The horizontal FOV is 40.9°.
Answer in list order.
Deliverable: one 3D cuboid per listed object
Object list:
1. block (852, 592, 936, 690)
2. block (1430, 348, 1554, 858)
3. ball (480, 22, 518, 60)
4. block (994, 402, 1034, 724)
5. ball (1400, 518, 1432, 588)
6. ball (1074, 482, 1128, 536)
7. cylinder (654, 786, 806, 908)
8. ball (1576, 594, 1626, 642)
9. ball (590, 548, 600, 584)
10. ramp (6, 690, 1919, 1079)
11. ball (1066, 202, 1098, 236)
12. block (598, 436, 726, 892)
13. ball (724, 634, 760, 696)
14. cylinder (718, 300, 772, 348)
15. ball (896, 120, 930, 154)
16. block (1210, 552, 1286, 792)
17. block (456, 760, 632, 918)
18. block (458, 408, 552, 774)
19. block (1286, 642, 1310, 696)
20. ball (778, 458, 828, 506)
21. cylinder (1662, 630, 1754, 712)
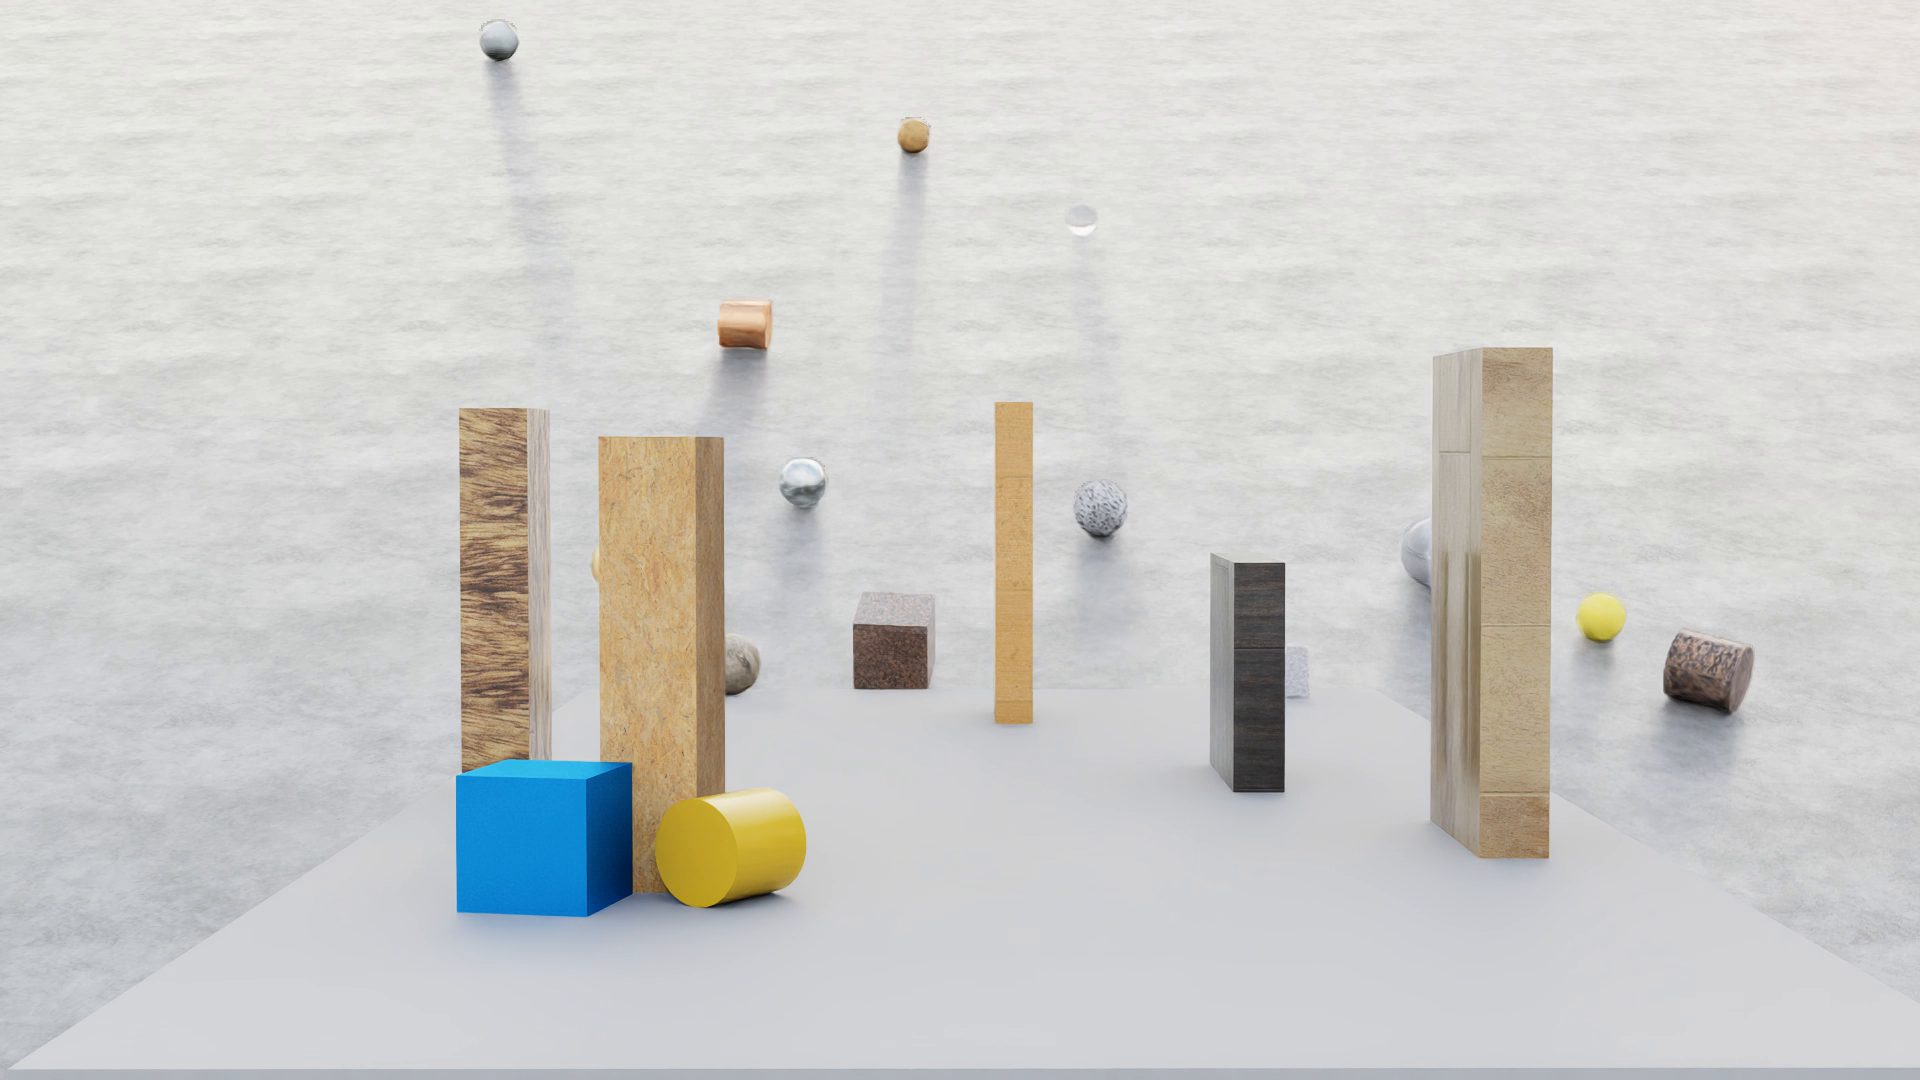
[{"bbox_3d":[-0.172,0.269,6.781,0.194,0.194,0.194,2,24,5],"label":"block"},{"bbox_3d":[0.827,0.088,4.033,0.105,0.762,0.399,0,2,0],"label":"block"},{"bbox_3d":[-2.325,-2.515,12.990,0.195,0.195,0.195,0,24,0],"label":"ball"},{"bbox_3d":[0.120,0.047,5.856,0.083,0.715,0.280,0,2,0],"label":"block"},{"bbox_3d":[1.350,0.035,7.293,0.201,0.201,0.201,0,24,0],"label":"ball"},{"bbox_3d":[0.417,-0.093,7.628,0.160,0.160,0.160,0,24,0],"label":"ball"},{"bbox_3d":[-0.311,0.416,3.500,0.146,0.146,0.146,17,11,33],"label":"cylinder"},{"bbox_3d":[1.738,0.210,6.989,0.130,0.130,0.130,0,24,0],"label":"ball"},{"bbox_3d":[-0.973,0.070,7.287,0.144,0.144,0.144,0,24,0],"label":"ball"},{"bbox_3d":[0.055,0.501,4.547,2.000,0.100,4.000,0,2,0],"label":"ramp"},{"bbox_3d":[0.489,-1.282,10.314,0.134,0.134,0.134,0,24,0],"label":"ball"},{"bbox_3d":[-0.430,0.165,3.761,0.133,0.629,0.436,0,2,0],"label":"block"},{"bbox_3d":[-0.572,0.308,6.395,0.154,0.154,0.154,0,24,0],"label":"ball"},{"bbox_3d":[-0.758,-0.761,9.099,0.165,0.165,0.165,3,24,5],"label":"cylinder"},{"bbox_3d":[-0.205,-1.792,11.435,0.149,0.149,0.149,0,24,0],"label":"ball"},{"bbox_3d":[0.532,0.237,4.790,0.091,0.410,0.427,0,2,0],"label":"block"},{"bbox_3d":[-0.558,0.399,3.472,0.181,0.181,0.181,0,2,12],"label":"block"},{"bbox_3d":[-0.803,0.109,4.565,0.117,0.682,0.247,0,2,0],"label":"block"},{"bbox_3d":[0.796,0.322,6.433,0.122,0.122,0.122,0,2,-8],"label":"block"},{"bbox_3d":[-0.477,-0.175,7.826,0.148,0.148,0.148,0,24,0],"label":"ball"},{"bbox_3d":[1.931,0.337,6.650,0.176,0.176,0.176,16,29,31],"label":"cylinder"}]
